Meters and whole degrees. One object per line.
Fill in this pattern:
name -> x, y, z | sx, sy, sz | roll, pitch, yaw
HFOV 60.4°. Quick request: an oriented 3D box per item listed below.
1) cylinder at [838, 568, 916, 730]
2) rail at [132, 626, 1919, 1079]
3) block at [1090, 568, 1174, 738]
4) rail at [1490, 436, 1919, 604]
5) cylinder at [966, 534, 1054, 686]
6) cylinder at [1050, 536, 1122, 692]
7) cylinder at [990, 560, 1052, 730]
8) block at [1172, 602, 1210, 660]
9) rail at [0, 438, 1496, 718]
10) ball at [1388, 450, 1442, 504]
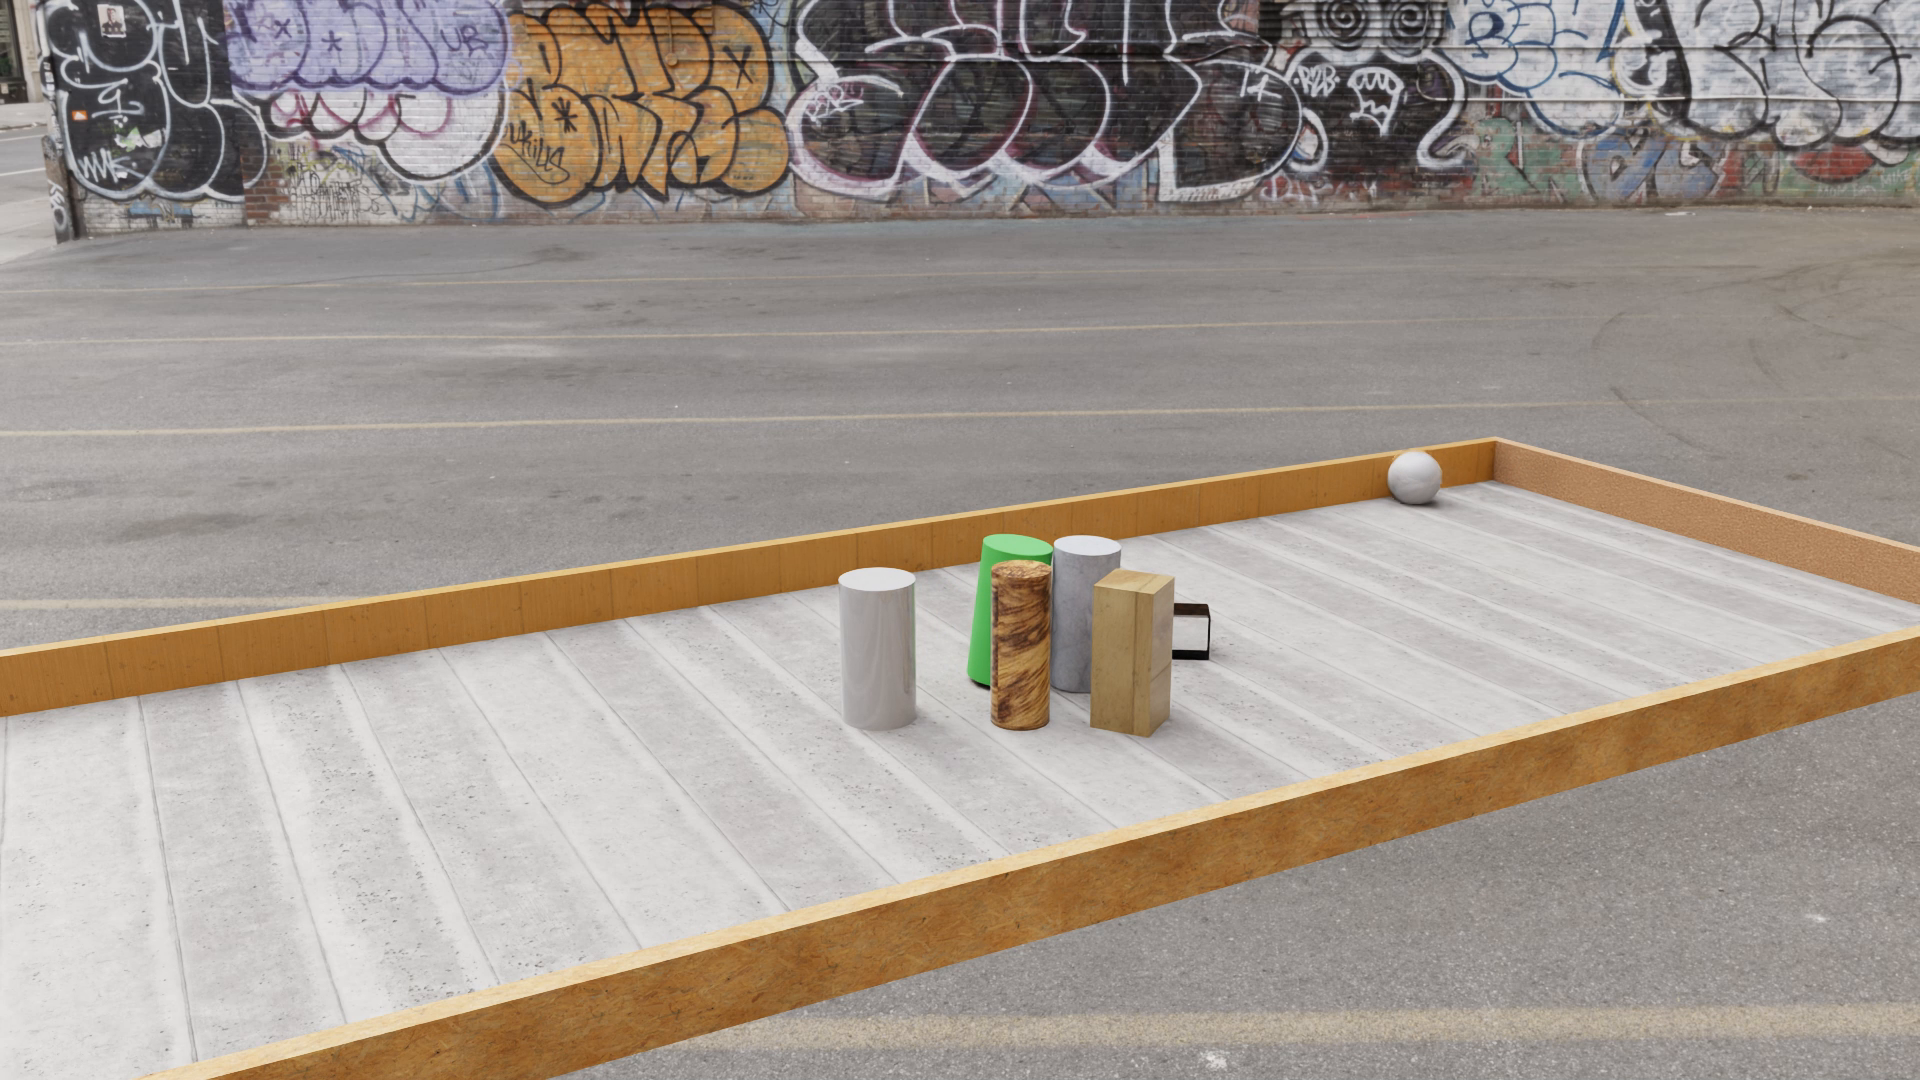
cylinder -> -0.192, 0.255, 3.879 | 0.179, 0.343, 0.179 | 0, 16, 0
rail -> -2.336, 1.006, 1.665 | 12.000, 0.150, 0.050 | -9, 18, -27
block -> 0.402, 0.262, 3.846 | 0.145, 0.349, 0.145 | 8, 18, 25
rail -> 2.466, -0.048, 5.253 | 0.050, 0.150, 2.100 | -9, 18, -27
cylinder -> 0.123, 0.176, 4.110 | 0.174, 0.346, 0.174 | 6, 16, -2
cylinder -> 0.307, 0.183, 4.093 | 0.165, 0.356, 0.165 | 2, 17, -1
cylinder -> 0.142, 0.246, 3.855 | 0.140, 0.374, 0.140 | 0, 16, 0
block -> 0.473, 0.237, 4.341 | 0.359, 0.117, 0.117 | 1, 16, 4
rail -> -3.305, 0.497, 3.399 | 12.000, 0.150, 0.050 | -9, 18, -27
ball -> 1.592, -0.219, 5.772 | 0.185, 0.185, 0.185 | 0, 16, 0
